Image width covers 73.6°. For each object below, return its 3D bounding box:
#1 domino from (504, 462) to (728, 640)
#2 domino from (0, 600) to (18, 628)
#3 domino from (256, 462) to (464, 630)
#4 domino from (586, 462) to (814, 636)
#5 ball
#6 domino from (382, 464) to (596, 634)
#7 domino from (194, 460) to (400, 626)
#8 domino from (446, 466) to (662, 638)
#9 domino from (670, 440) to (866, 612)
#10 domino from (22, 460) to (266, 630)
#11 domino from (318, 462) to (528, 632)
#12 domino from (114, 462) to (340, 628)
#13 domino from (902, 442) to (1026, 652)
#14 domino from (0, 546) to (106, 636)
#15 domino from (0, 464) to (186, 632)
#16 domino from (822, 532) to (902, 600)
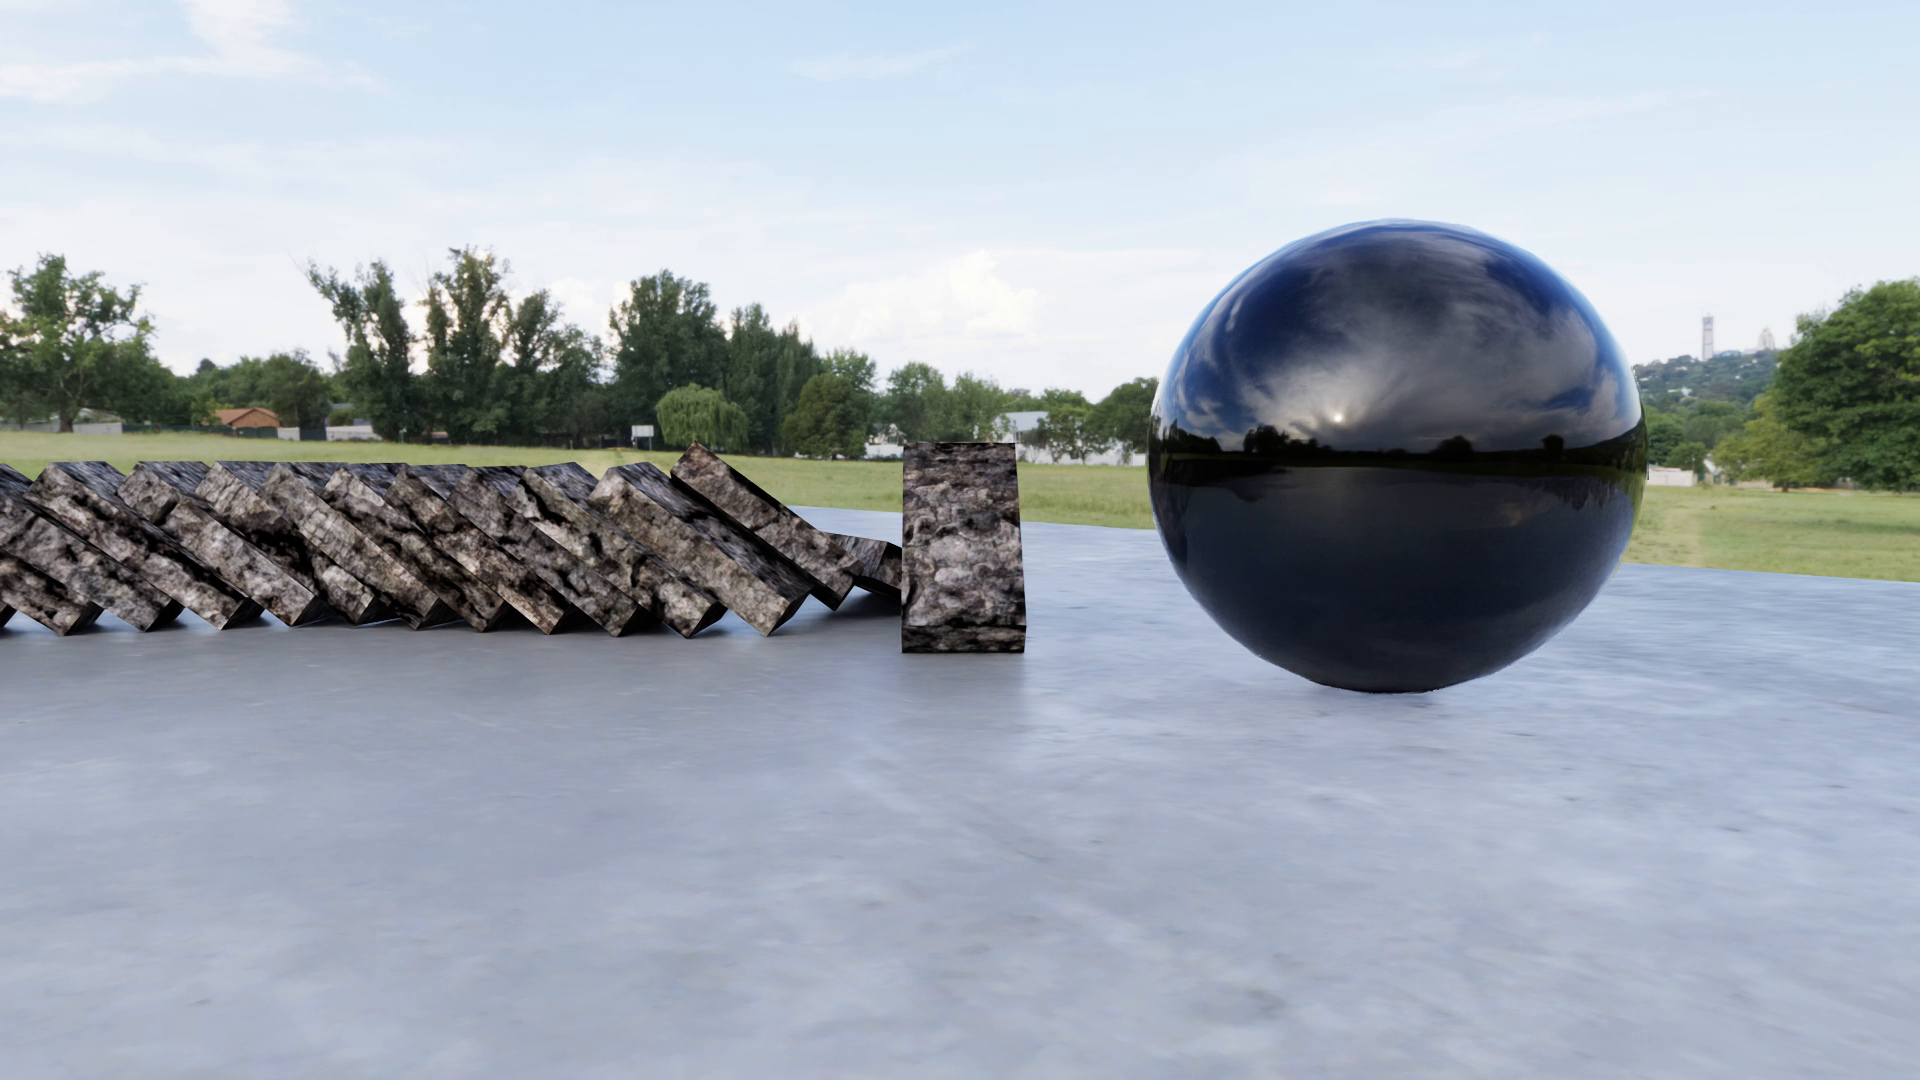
[{"bbox_3d":[-0.075,0.002,0.292,0.050,0.010,0.025,37,9,1],"label":"domino"},{"bbox_3d":[-0.233,0.003,0.280,0.050,0.009,0.025,39,-13,-23],"label":"domino"},{"bbox_3d":[-0.138,0.000,0.306,0.050,0.009,0.025,38,9,6],"label":"domino"},{"bbox_3d":[-0.059,0.001,0.295,0.050,0.009,0.025,37,9,1],"label":"domino"},{"bbox_3d":[0.072,-0.014,0.219,0.080,0.080,0.080,0,4,0],"label":"ball"},{"bbox_3d":[-0.106,0.001,0.300,0.050,0.009,0.025,38,10,6],"label":"domino"},{"bbox_3d":[-0.154,0.000,0.309,0.050,0.010,0.025,38,7,5],"label":"domino"},{"bbox_3d":[-0.090,0.002,0.296,0.050,0.010,0.025,37,10,6],"label":"domino"},{"bbox_3d":[-0.047,-0.003,0.314,0.050,0.010,0.025,36,-15,-1],"label":"domino"},{"bbox_3d":[-0.188,0.001,0.301,0.050,0.010,0.025,38,-3,-10],"label":"domino"},{"bbox_3d":[-0.122,0.001,0.303,0.050,0.009,0.025,38,10,5],"label":"domino"},{"bbox_3d":[-0.171,0.000,0.307,0.050,0.009,0.025,38,3,-2],"label":"domino"},{"bbox_3d":[0.000,0.001,0.274,0.025,0.050,0.009,0,-39,-2],"label":"domino"},{"bbox_3d":[-0.219,0.002,0.288,0.050,0.010,0.025,38,-9,-19],"label":"domino"},{"bbox_3d":[-0.204,0.001,0.295,0.050,0.009,0.025,38,-7,-16],"label":"domino"},{"bbox_3d":[-0.021,0.008,0.339,0.025,0.010,0.050,25,-8,-28],"label":"domino"}]
